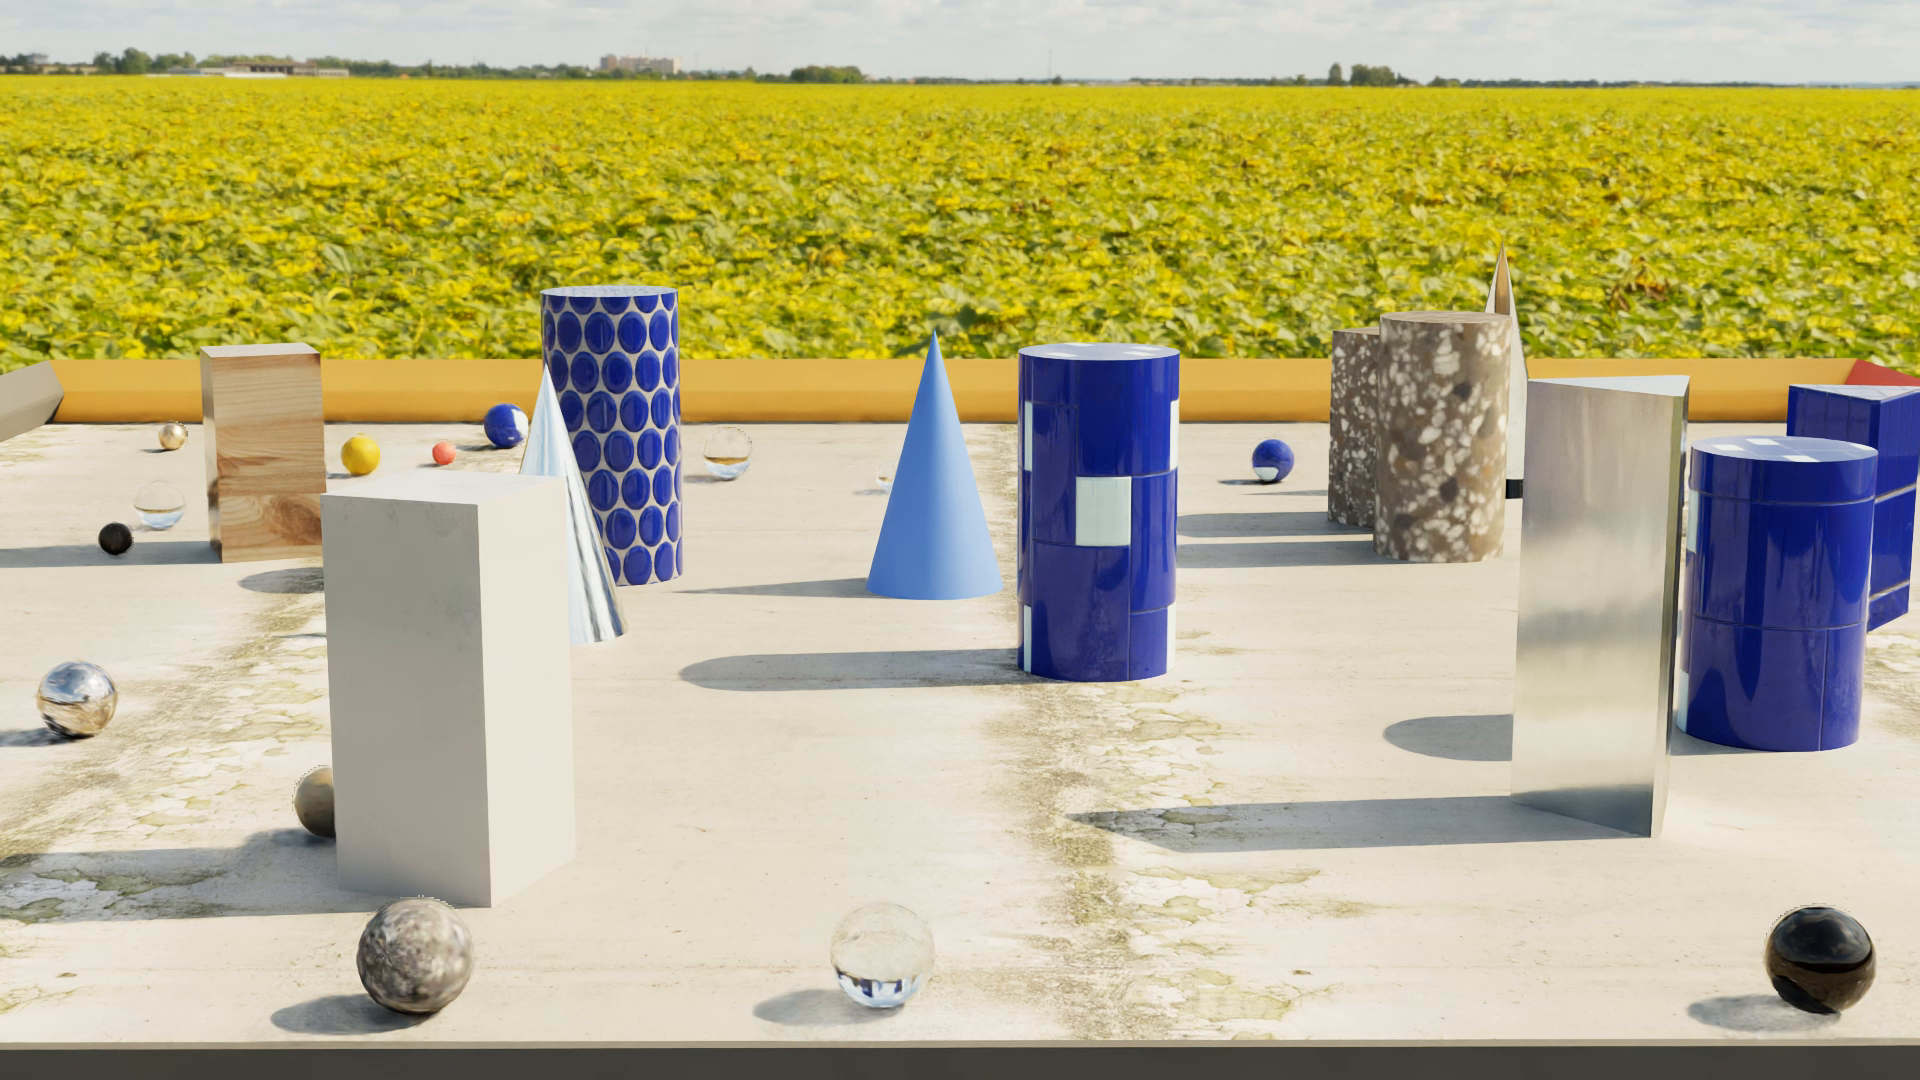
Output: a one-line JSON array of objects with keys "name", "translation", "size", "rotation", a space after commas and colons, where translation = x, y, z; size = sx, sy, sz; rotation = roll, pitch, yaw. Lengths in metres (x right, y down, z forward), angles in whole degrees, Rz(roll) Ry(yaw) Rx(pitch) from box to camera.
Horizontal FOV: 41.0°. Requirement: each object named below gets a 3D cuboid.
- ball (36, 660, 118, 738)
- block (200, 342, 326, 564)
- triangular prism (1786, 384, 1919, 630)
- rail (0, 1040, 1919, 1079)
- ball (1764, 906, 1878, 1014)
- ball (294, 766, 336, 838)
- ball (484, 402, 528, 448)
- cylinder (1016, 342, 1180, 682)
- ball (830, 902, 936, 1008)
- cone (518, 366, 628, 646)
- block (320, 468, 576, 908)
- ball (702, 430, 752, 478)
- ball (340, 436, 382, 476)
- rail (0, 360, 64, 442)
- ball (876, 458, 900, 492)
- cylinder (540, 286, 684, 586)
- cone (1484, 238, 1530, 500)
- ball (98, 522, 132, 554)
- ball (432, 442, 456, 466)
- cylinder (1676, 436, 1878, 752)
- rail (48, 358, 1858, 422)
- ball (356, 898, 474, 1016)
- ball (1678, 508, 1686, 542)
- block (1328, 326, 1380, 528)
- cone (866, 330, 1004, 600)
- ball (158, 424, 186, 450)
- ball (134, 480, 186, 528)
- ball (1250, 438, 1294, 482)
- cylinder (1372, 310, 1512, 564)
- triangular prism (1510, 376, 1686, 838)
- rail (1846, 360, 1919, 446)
[{"name": "ball", "translation": [-0.966, 0.174, 2.808], "size": [0.085, 0.085, 0.085], "rotation": [0, 11, 0]}, {"name": "block", "translation": [-1.047, -0.134, 3.861], "size": [0.156, 0.306, 0.156], "rotation": [-4, 11, -22]}, {"name": "triangular prism", "translation": [1.164, -0.049, 3.406], "size": [0.146, 0.305, 0.169], "rotation": [8, 13, 38]}, {"name": "rail", "translation": [0.011, 0.370, 1.628], "size": [3.728, 0.126, 0.045], "rotation": [0, 11, 0]}, {"name": "ball", "translation": [0.668, 0.326, 1.991], "size": [0.083, 0.083, 0.083], "rotation": [0, 11, 0]}, {"name": "ball", "translation": [-0.599, 0.250, 2.445], "size": [0.068, 0.068, 0.068], "rotation": [0, 11, 0]}, {"name": "ball", "translation": [-0.872, -0.221, 4.931], "size": [0.086, 0.086, 0.086], "rotation": [0, 11, 0]}, {"name": "cylinder", "translation": [0.167, -0.037, 3.121], "size": [0.195, 0.386, 0.195], "rotation": [0, 11, 0]}, {"name": "ball", "translation": [-0.060, 0.324, 2.004], "size": [0.082, 0.082, 0.082], "rotation": [0, 11, 0]}, {"name": "cone", "translation": [-0.529, -0.054, 3.311], "size": [0.195, 0.350, 0.195], "rotation": [0, 11, 0]}, {"name": "block", "translation": [-0.457, 0.128, 2.308], "size": [0.156, 0.358, 0.156], "rotation": [4, 11, 19]}, {"name": "ball", "translation": [-0.413, -0.153, 4.558], "size": [0.088, 0.088, 0.088], "rotation": [0, 11, 0]}, {"name": "ball", "translation": [-1.073, -0.151, 4.595], "size": [0.071, 0.071, 0.071], "rotation": [0, 11, 0]}, {"name": "rail", "translation": [-1.840, 0.034, 3.439], "size": [0.045, 0.126, 3.751], "rotation": [0, 11, 0]}, {"name": "ball", "translation": [-0.115, -0.111, 4.412], "size": [0.059, 0.059, 0.059], "rotation": [0, 11, 0]}, {"name": "cylinder", "translation": [-0.498, -0.153, 3.678], "size": [0.195, 0.409, 0.195], "rotation": [0, 11, 0]}, {"name": "cone", "translation": [0.924, -0.300, 4.406], "size": [0.195, 0.433, 0.195], "rotation": [0, 11, 0]}, {"name": "ball", "translation": [-1.269, -0.003, 3.856], "size": [0.049, 0.049, 0.049], "rotation": [0, 11, 0]}, {"name": "ball", "translation": [-0.948, -0.159, 4.714], "size": [0.043, 0.043, 0.043], "rotation": [0, 11, 0]}, {"name": "cylinder", "translation": [0.895, 0.055, 2.817], "size": [0.195, 0.315, 0.195], "rotation": [0, 11, 0]}, {"name": "rail", "translation": [-0.011, -0.305, 5.270], "size": [3.728, 0.126, 0.045], "rotation": [0, 11, 0]}, {"name": "ball", "translation": [-0.422, 0.323, 1.989], "size": [0.090, 0.090, 0.090], "rotation": [0, 11, 0]}, {"name": "ball", "translation": [1.092, -0.025, 3.946], "size": [0.061, 0.061, 0.061], "rotation": [0, 11, 0]}, {"name": "block", "translation": [0.703, -0.181, 4.108], "size": [0.156, 0.308, 0.156], "rotation": [-9, 14, -40]}, {"name": "cone", "translation": [-0.036, -0.114, 3.591], "size": [0.195, 0.365, 0.195], "rotation": [0, 11, 0]}, {"name": "ball", "translation": [-1.502, -0.196, 4.893], "size": [0.051, 0.051, 0.051], "rotation": [0, 11, 0]}, {"name": "ball", "translation": [-1.268, -0.056, 4.069], "size": [0.077, 0.077, 0.077], "rotation": [0, 11, 0]}, {"name": "ball", "translation": [0.552, -0.141, 4.524], "size": [0.077, 0.077, 0.077], "rotation": [0, 11, 0]}, {"name": "cylinder", "translation": [0.724, -0.158, 3.855], "size": [0.195, 0.355, 0.195], "rotation": [0, 11, 0]}, {"name": "triangular prism", "translation": [0.661, 0.055, 2.517], "size": [0.146, 0.424, 0.169], "rotation": [-9, 14, -41]}, {"name": "rail", "translation": [1.840, 0.031, 3.459], "size": [0.045, 0.126, 3.751], "rotation": [0, 11, 0]}]
